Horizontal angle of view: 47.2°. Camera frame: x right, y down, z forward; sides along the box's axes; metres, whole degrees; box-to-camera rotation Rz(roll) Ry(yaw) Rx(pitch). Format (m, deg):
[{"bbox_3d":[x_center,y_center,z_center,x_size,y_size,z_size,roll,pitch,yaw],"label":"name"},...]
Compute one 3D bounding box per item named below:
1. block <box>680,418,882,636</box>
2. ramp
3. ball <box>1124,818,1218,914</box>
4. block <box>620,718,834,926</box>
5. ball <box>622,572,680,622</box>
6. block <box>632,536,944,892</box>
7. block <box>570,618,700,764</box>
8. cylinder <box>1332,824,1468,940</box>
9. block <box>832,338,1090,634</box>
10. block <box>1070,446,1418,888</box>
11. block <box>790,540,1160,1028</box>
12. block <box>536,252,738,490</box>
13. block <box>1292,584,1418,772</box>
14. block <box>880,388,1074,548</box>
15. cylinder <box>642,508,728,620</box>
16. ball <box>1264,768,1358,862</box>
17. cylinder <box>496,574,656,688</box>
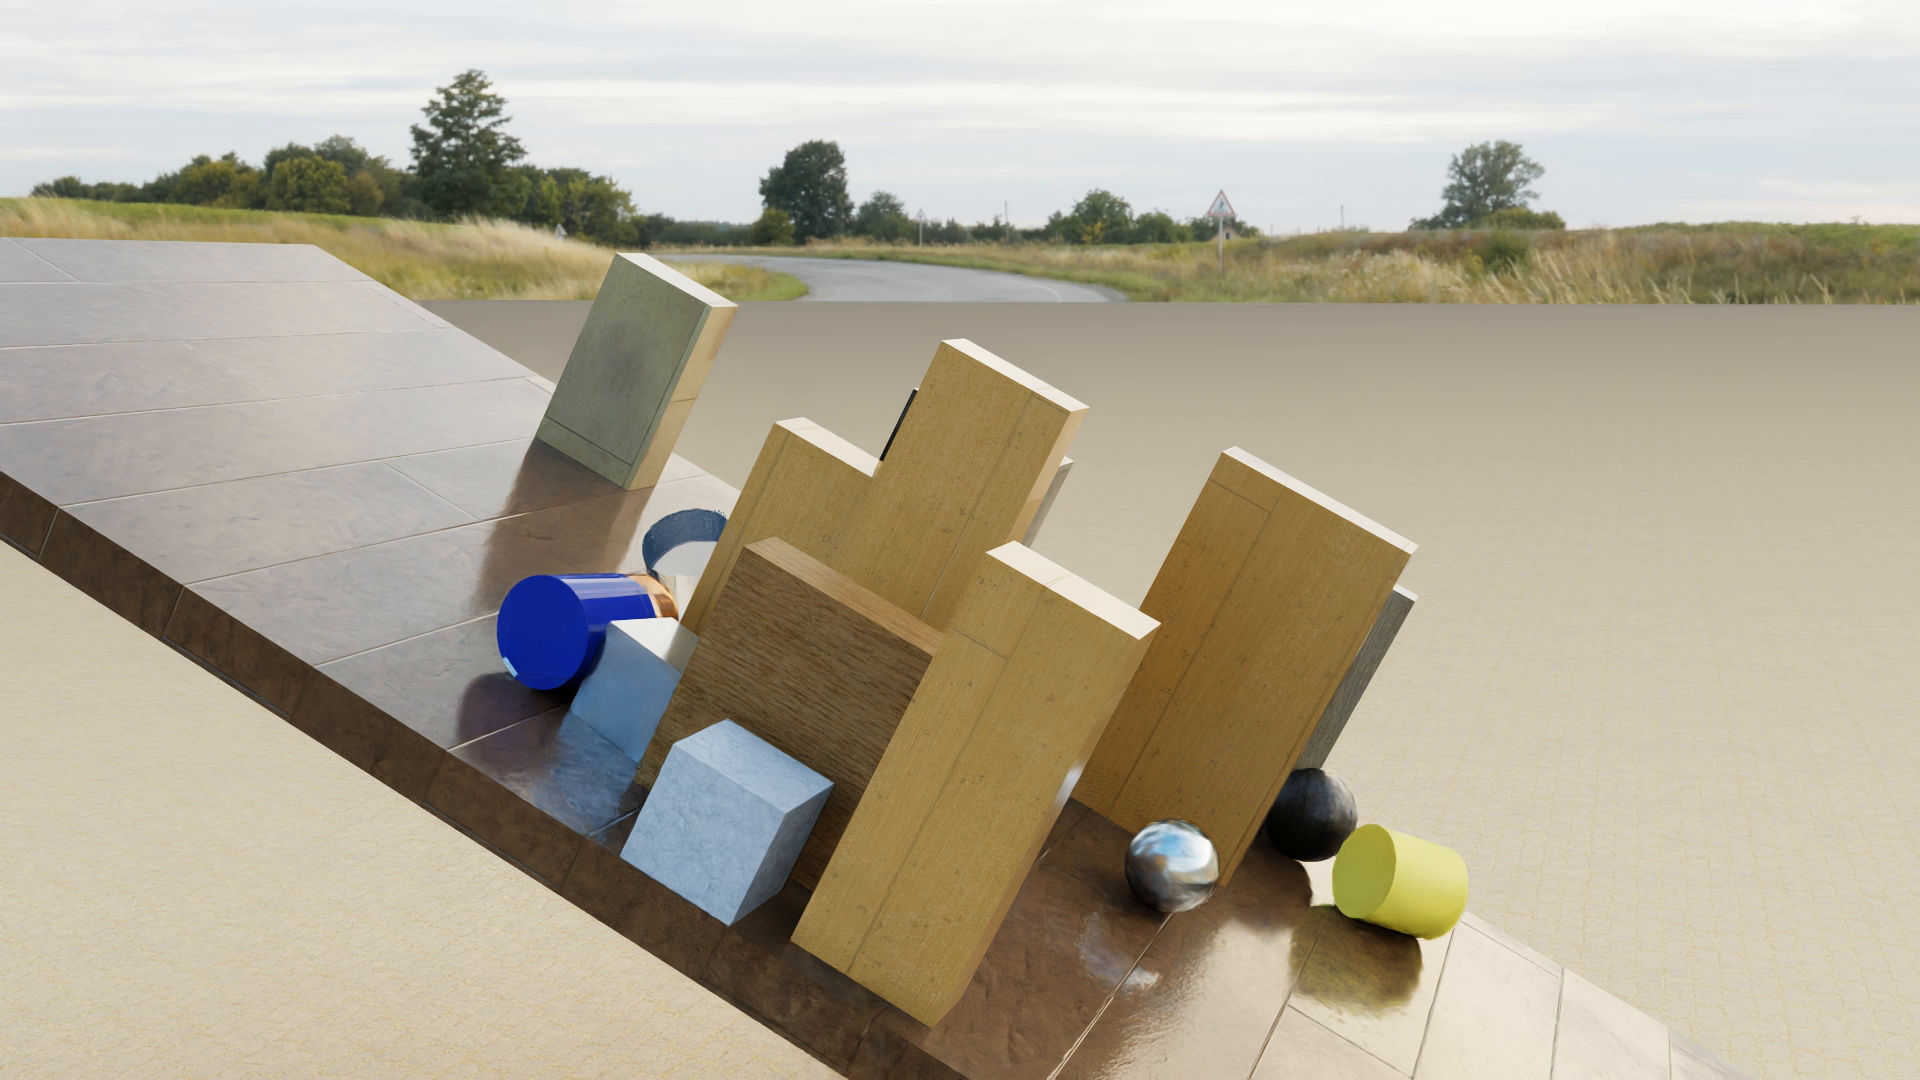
[{"bbox_3d":[-0.261,0.091,3.914,0.354,0.503,0.141,30,14,12],"label":"block"},{"bbox_3d":[-0.232,0.387,4.153,4.000,0.100,2.000,30,14,12],"label":"ramp"},{"bbox_3d":[0.383,0.589,3.977,0.170,0.170,0.170,0,7,0],"label":"ball"},{"bbox_3d":[-0.341,0.412,3.245,0.194,0.194,0.194,30,14,12],"label":"block"},{"bbox_3d":[-0.576,0.136,3.898,0.156,0.156,0.156,0,7,0],"label":"ball"},{"bbox_3d":[-0.236,0.282,3.431,0.396,0.425,0.131,30,14,12],"label":"block"},{"bbox_3d":[-0.497,0.246,3.614,0.170,0.170,0.170,33,15,24],"label":"block"},{"bbox_3d":[0.894,0.696,4.473,0.194,0.194,0.194,20,-3,-27],"label":"cylinder"},{"bbox_3d":[-0.074,0.057,3.806,0.251,0.777,0.127,30,14,12],"label":"block"},{"bbox_3d":[0.526,0.245,4.282,0.402,0.746,0.141,30,14,12],"label":"block"},{"bbox_3d":[0.019,0.351,3.170,0.245,0.652,0.145,30,14,12],"label":"block"},{"bbox_3d":[-0.717,-0.374,4.873,0.254,0.453,0.144,30,14,12],"label":"block"},{"bbox_3d":[0.662,0.279,4.742,0.405,0.585,0.081,30,14,12],"label":"block"},{"bbox_3d":[-0.068,0.049,4.194,0.307,0.609,0.138,30,14,12],"label":"block"},{"bbox_3d":[-0.493,0.066,4.114,0.176,0.176,0.176,-3,45,3],"label":"cylinder"},{"bbox_3d":[0.734,0.577,4.609,0.196,0.196,0.196,0,7,0],"label":"ball"},{"bbox_3d":[-0.638,0.150,3.670,0.188,0.188,0.188,4,1,29],"label":"cylinder"}]
